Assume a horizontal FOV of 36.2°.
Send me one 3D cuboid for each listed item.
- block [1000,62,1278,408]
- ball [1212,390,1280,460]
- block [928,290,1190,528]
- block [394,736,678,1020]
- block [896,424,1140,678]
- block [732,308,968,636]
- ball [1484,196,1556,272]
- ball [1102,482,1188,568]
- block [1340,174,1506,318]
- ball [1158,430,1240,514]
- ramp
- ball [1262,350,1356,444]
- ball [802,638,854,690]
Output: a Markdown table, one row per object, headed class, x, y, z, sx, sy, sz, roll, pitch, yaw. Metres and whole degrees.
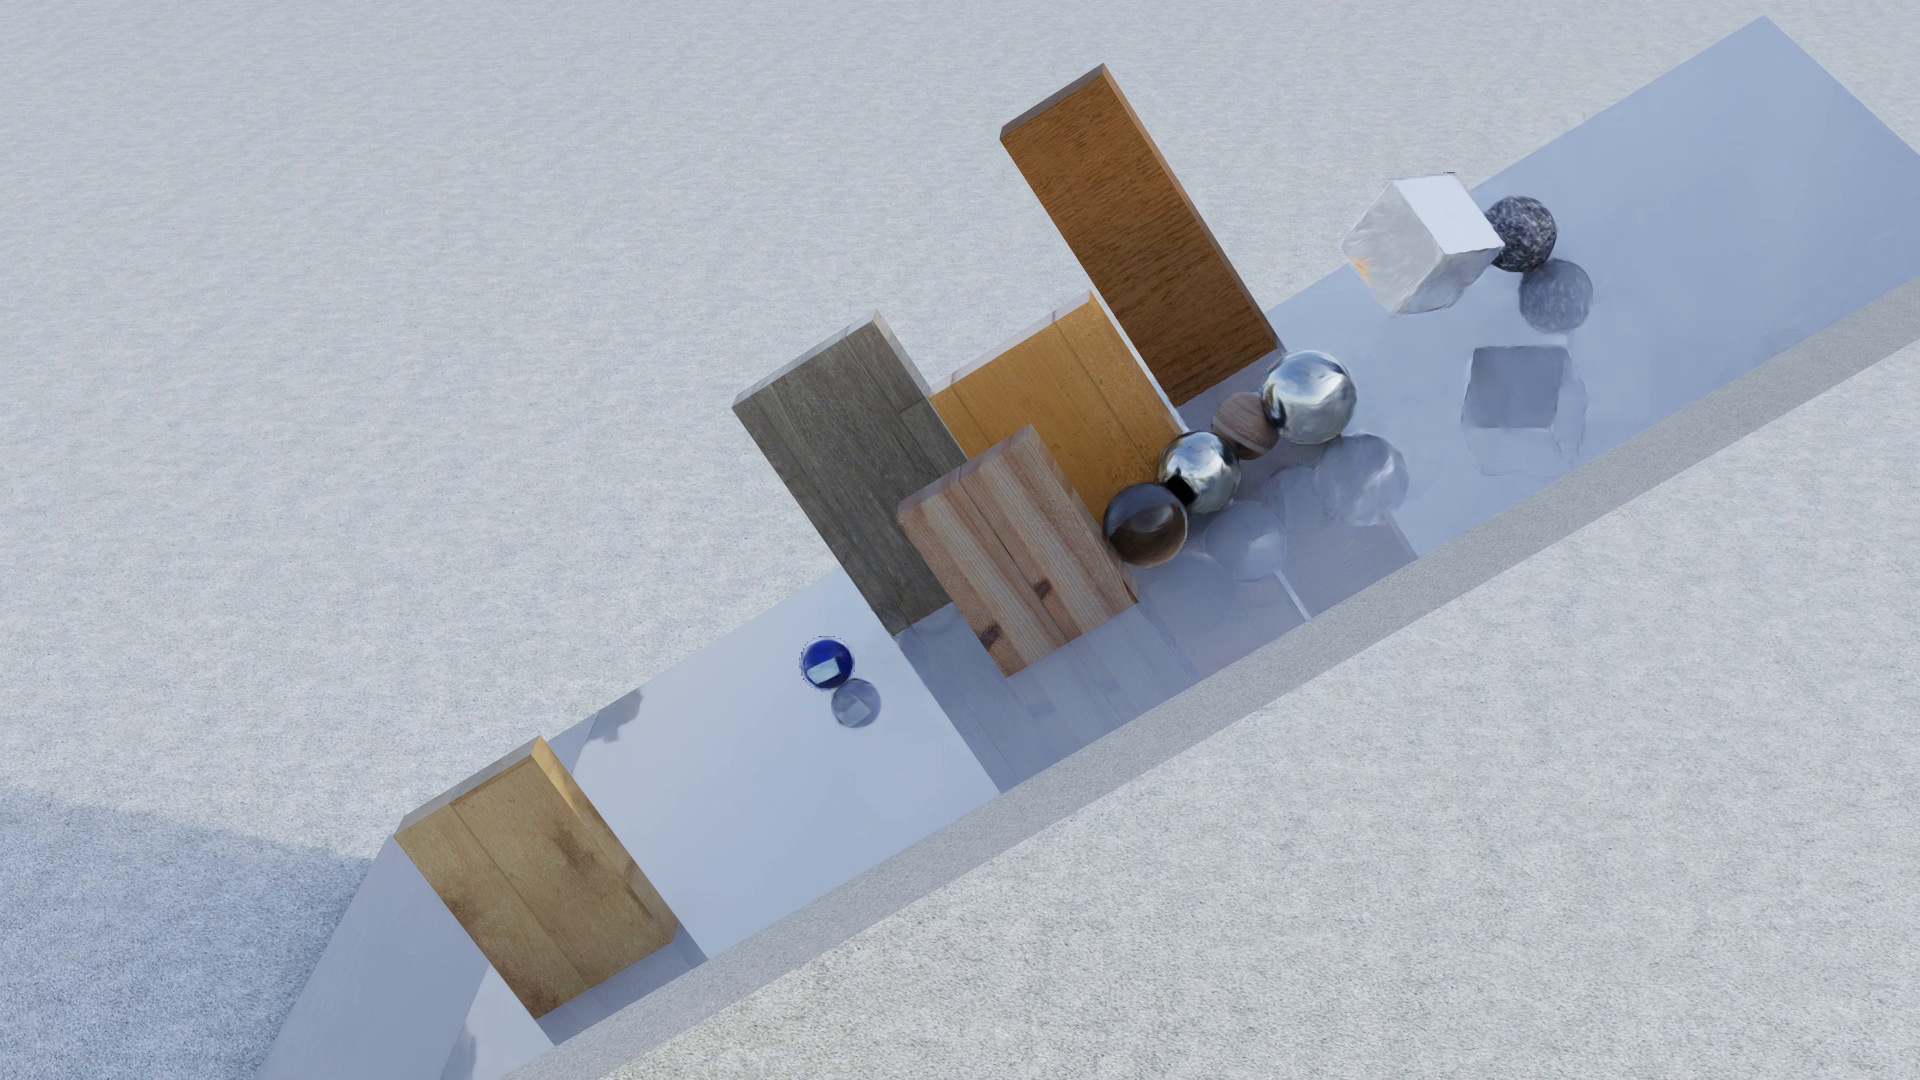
| class | x | y | z | sx | sy | sz | roll | pitch | yaw |
| --- | --- | --- | --- | --- | --- | --- | --- | --- | --- |
| block | 0.412 | -0.694 | 6.742 | 0.275 | 0.750 | 0.133 | -31 | 15 | 14 |
| ball | 0.589 | -0.235 | 6.037 | 0.141 | 0.141 | 0.141 | 0 | 20 | 0 |
| block | 0.236 | -0.205 | 6.096 | 0.390 | 0.495 | 0.091 | -31 | 15 | 14 |
| block | -0.821 | 0.659 | 5.719 | 0.331 | 0.468 | 0.091 | -31 | 15 | 14 |
| block | 0.116 | 0.023 | 5.829 | 0.312 | 0.401 | 0.095 | -31 | 15 | 14 |
| block | -0.167 | -0.144 | 6.495 | 0.373 | 0.634 | 0.095 | -31 | 15 | 14 |
| ball | 1.161 | -0.637 | 6.125 | 0.160 | 0.160 | 0.160 | 0 | 20 | 0 |
| ball | 0.372 | -0.030 | 5.898 | 0.171 | 0.171 | 0.171 | 0 | 20 | 0 |
| block | 0.939 | -0.598 | 5.973 | 0.194 | 0.194 | 0.194 | -12 | 61 | -41 |
| ball | 0.485 | -0.138 | 5.967 | 0.169 | 0.169 | 0.169 | 0 | 20 | 0 |
| ramp | 0.140 | 0.170 | 6.295 | 4.000 | 0.100 | 2.000 | -31 | 15 | 14 |
| ball | 0.703 | -0.287 | 5.924 | 0.191 | 0.191 | 0.191 | 0 | 20 | 0 |
| ball | -0.292 | 0.273 | 6.479 | 0.113 | 0.113 | 0.113 | 0 | 20 | 0 |
